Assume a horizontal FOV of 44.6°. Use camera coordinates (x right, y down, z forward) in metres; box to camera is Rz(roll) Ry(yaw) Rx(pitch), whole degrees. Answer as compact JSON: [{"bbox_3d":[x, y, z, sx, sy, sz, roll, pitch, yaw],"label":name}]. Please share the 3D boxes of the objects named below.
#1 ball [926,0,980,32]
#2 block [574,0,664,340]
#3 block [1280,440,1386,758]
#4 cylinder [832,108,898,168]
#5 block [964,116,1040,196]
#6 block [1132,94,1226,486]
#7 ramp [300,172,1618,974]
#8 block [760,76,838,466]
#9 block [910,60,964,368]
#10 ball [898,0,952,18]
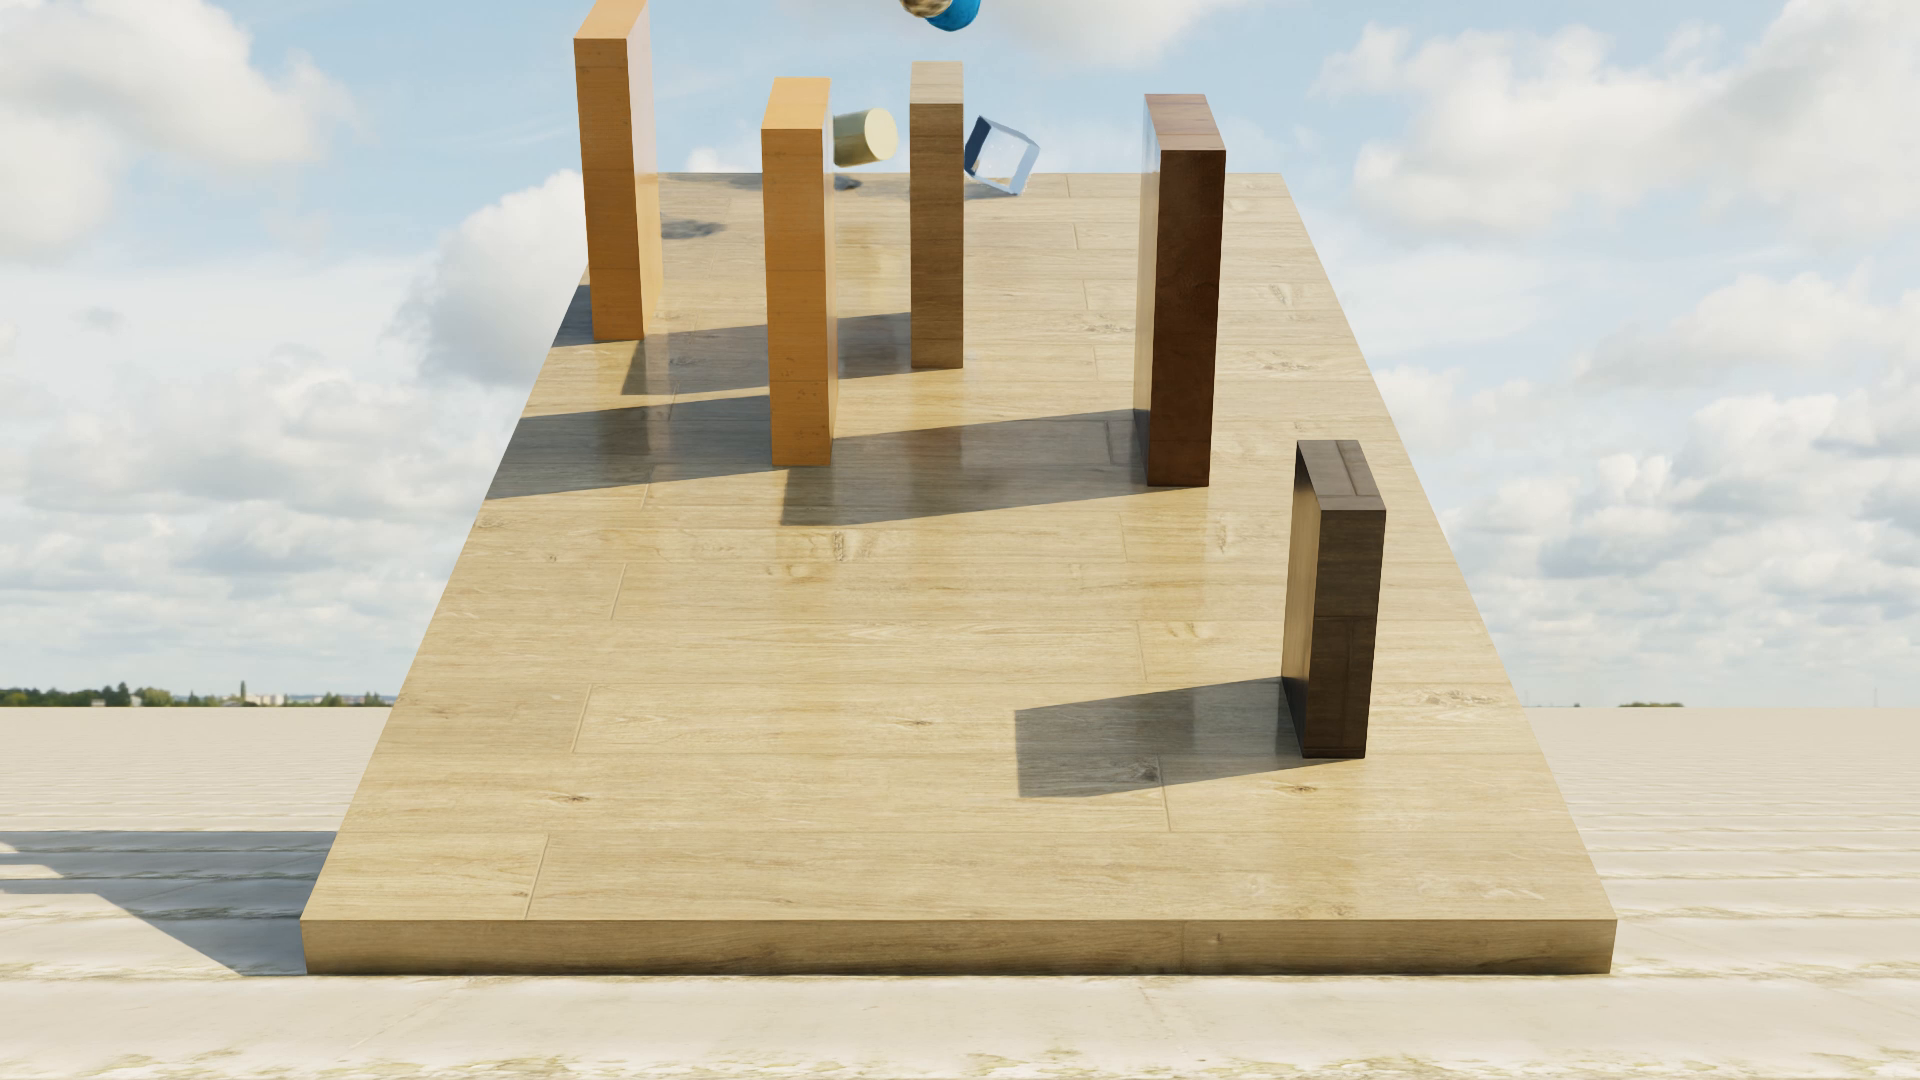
[{"bbox_3d":[-0.029,-1.610,6.991,0.181,0.181,0.181,0,-4,0],"label":"ball"},{"bbox_3d":[-0.850,-0.934,5.878,0.125,0.754,0.440,0,25,0],"label":"block"},{"bbox_3d":[0.637,0.099,4.027,0.106,0.465,0.295,0,25,0],"label":"block"},{"bbox_3d":[-0.297,-1.211,7.054,0.159,0.159,0.159,-4,-5,38],"label":"cylinder"},{"bbox_3d":[0.116,-1.141,6.963,0.158,0.158,0.158,18,18,-25],"label":"block"},{"bbox_3d":[0.468,-0.545,5.074,0.132,0.740,0.449,0,25,0],"label":"block"},{"bbox_3d":[-0.009,-0.229,5.387,2.000,0.100,4.000,0,25,0],"label":"ramp"},{"bbox_3d":[-0.347,-0.595,5.163,0.126,0.752,0.430,0,25,0],"label":"block"},{"bbox_3d":[-0.055,-0.796,5.711,0.126,0.650,0.406,0,25,0],"label":"block"},{"bbox_3d":[-0.096,-1.543,6.540,0.170,0.170,0.170,0,-4,0],"label":"ball"}]
